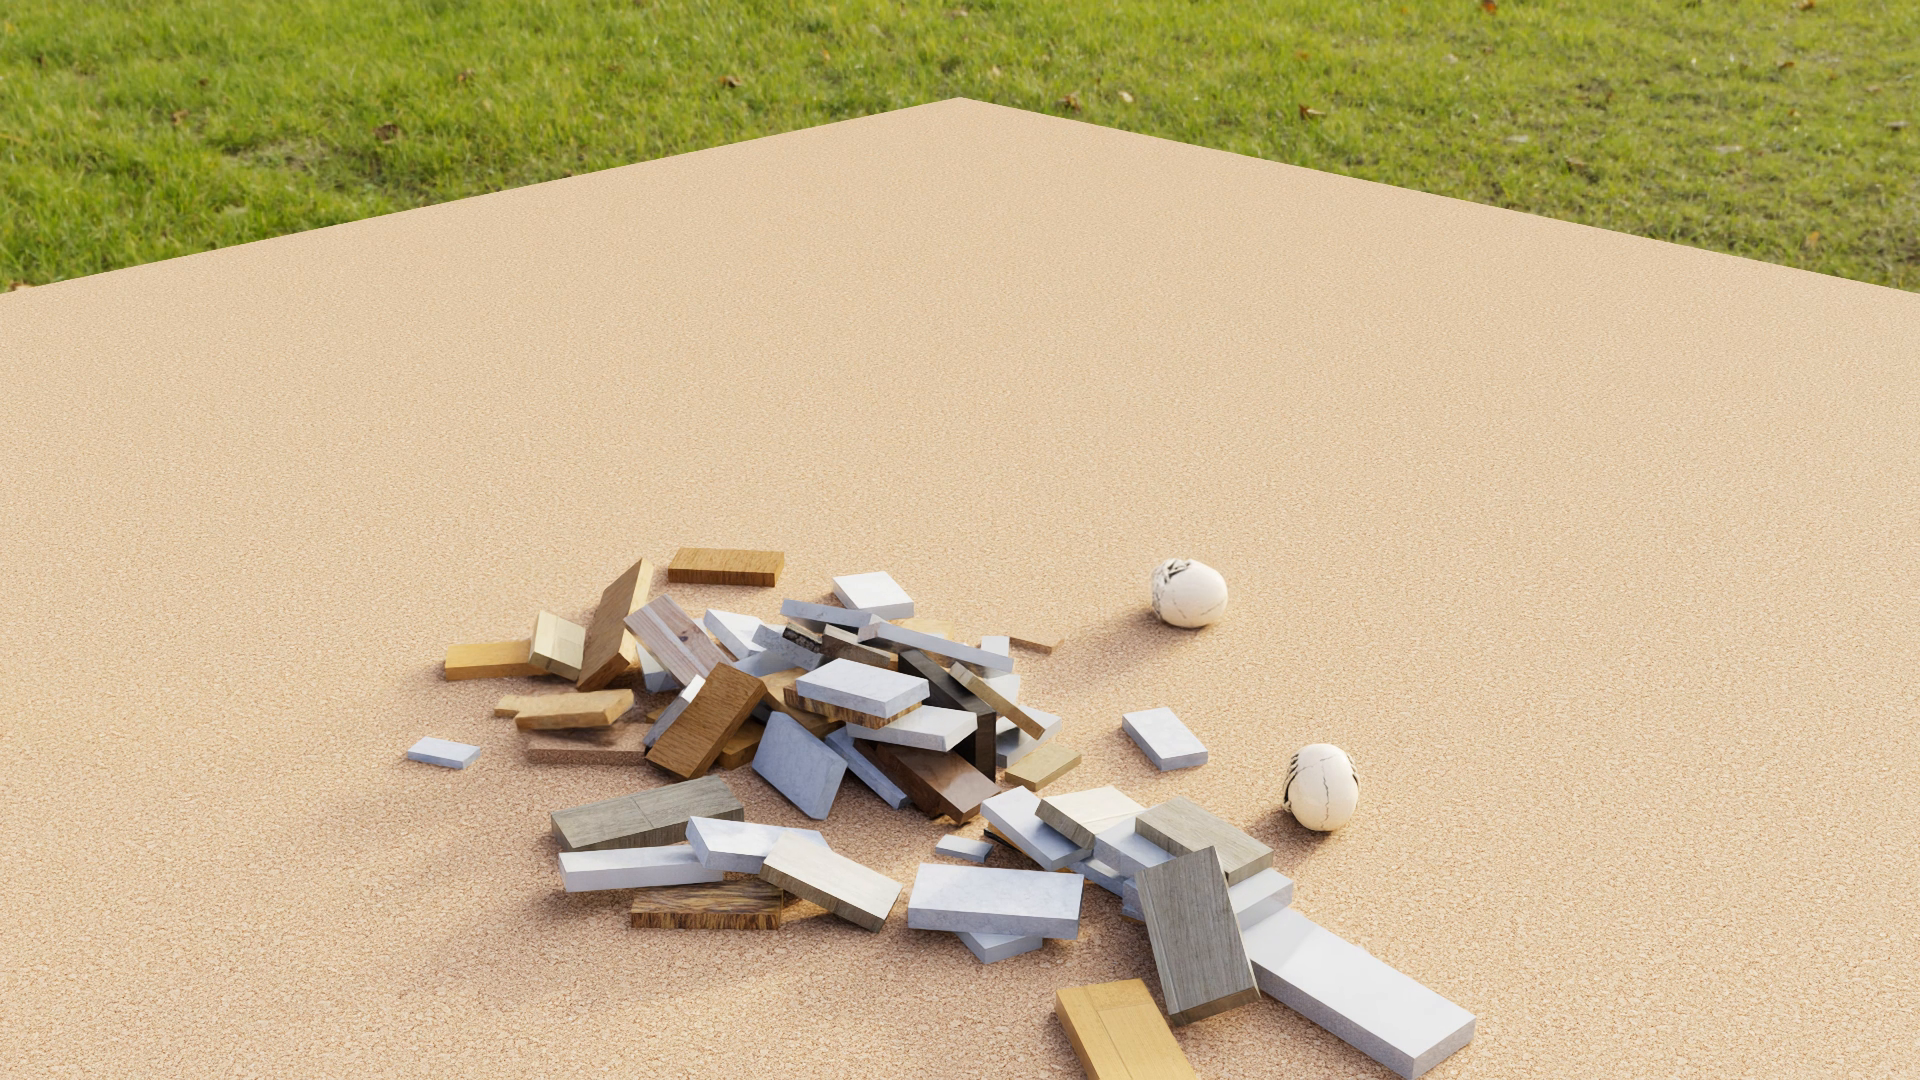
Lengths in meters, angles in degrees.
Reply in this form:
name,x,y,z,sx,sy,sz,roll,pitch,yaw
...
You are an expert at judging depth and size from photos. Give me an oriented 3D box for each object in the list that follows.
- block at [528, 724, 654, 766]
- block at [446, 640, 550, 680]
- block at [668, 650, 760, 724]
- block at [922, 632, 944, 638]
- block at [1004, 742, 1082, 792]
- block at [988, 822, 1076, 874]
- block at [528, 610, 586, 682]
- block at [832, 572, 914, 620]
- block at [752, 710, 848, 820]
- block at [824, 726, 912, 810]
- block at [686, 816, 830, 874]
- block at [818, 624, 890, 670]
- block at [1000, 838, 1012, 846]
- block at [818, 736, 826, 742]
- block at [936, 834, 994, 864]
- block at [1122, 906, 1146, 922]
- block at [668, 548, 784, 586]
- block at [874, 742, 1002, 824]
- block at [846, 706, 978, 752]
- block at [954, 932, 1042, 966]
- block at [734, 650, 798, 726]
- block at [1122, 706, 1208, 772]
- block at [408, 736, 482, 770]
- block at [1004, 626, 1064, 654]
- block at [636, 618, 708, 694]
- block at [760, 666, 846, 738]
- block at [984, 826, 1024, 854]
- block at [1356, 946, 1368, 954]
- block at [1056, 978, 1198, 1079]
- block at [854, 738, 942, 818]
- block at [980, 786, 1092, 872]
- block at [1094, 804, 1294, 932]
name,x,y,z,sx,sy,sz,roll,pitch,yaw
block,-0.784,0.434,4.693,0.248,0.035,0.124,1,23,3
block,-1.062,0.276,5.067,0.234,0.033,0.117,-3,23,-8
block,-0.520,0.329,4.928,0.324,0.046,0.162,21,31,41
block,-0.086,0.260,5.033,0.084,0.024,0.168,2,23,4
block,0.175,0.476,4.609,0.081,0.023,0.161,17,29,35
block,0.168,0.584,4.291,0.209,0.030,0.104,31,36,30
block,-0.930,0.243,5.080,0.115,0.033,0.229,24,17,-16
block,-0.212,0.138,5.344,0.135,0.038,0.270,-7,17,-15
block,-0.331,0.460,4.509,0.036,0.128,0.256,15,10,-39
block,-0.165,0.460,4.544,0.221,0.031,0.111,38,40,27
block,-0.377,0.592,4.207,0.271,0.038,0.135,11,17,-27
block,-0.237,0.246,4.927,0.152,0.043,0.304,21,1,-3
block,0.136,0.592,4.312,0.103,0.015,0.051,24,33,21
block,-0.271,0.396,4.664,0.221,0.031,0.111,32,37,31
block,0.009,0.606,4.315,0.103,0.015,0.051,9,25,21
block,0.354,0.691,4.076,0.097,0.014,0.049,15,29,27
block,-0.589,0.068,5.552,0.270,0.038,0.135,2,23,6
block,-0.044,0.471,4.464,0.240,0.034,0.120,37,39,25
block,-0.099,0.377,4.491,0.240,0.034,0.120,6,22,32
block,0.041,0.697,4.074,0.120,0.034,0.239,-12,26,-26
block,-0.364,0.356,4.776,0.162,0.046,0.324,-21,43,-40
block,0.438,0.426,4.719,0.107,0.030,0.213,-8,24,-17
block,-1.096,0.452,4.670,0.137,0.019,0.068,8,24,19
block,0.176,0.234,5.185,0.128,0.018,0.064,13,26,28
block,-0.642,0.259,4.961,0.162,0.046,0.324,-10,17,-11
block,-0.332,0.346,4.658,0.111,0.031,0.221,-14,33,-31
block,0.102,0.587,4.358,0.103,0.015,0.051,21,31,40
block,0.723,0.763,3.946,0.046,0.013,0.092,-9,25,-20
block,0.278,0.851,3.698,0.154,0.044,0.309,-6,24,-13
block,-0.094,0.463,4.513,0.120,0.034,0.240,-22,51,-42
block,0.146,0.553,4.219,0.104,0.030,0.209,-16,38,-37
block,0.429,0.609,4.067,0.171,0.048,0.341,-20,33,-38
